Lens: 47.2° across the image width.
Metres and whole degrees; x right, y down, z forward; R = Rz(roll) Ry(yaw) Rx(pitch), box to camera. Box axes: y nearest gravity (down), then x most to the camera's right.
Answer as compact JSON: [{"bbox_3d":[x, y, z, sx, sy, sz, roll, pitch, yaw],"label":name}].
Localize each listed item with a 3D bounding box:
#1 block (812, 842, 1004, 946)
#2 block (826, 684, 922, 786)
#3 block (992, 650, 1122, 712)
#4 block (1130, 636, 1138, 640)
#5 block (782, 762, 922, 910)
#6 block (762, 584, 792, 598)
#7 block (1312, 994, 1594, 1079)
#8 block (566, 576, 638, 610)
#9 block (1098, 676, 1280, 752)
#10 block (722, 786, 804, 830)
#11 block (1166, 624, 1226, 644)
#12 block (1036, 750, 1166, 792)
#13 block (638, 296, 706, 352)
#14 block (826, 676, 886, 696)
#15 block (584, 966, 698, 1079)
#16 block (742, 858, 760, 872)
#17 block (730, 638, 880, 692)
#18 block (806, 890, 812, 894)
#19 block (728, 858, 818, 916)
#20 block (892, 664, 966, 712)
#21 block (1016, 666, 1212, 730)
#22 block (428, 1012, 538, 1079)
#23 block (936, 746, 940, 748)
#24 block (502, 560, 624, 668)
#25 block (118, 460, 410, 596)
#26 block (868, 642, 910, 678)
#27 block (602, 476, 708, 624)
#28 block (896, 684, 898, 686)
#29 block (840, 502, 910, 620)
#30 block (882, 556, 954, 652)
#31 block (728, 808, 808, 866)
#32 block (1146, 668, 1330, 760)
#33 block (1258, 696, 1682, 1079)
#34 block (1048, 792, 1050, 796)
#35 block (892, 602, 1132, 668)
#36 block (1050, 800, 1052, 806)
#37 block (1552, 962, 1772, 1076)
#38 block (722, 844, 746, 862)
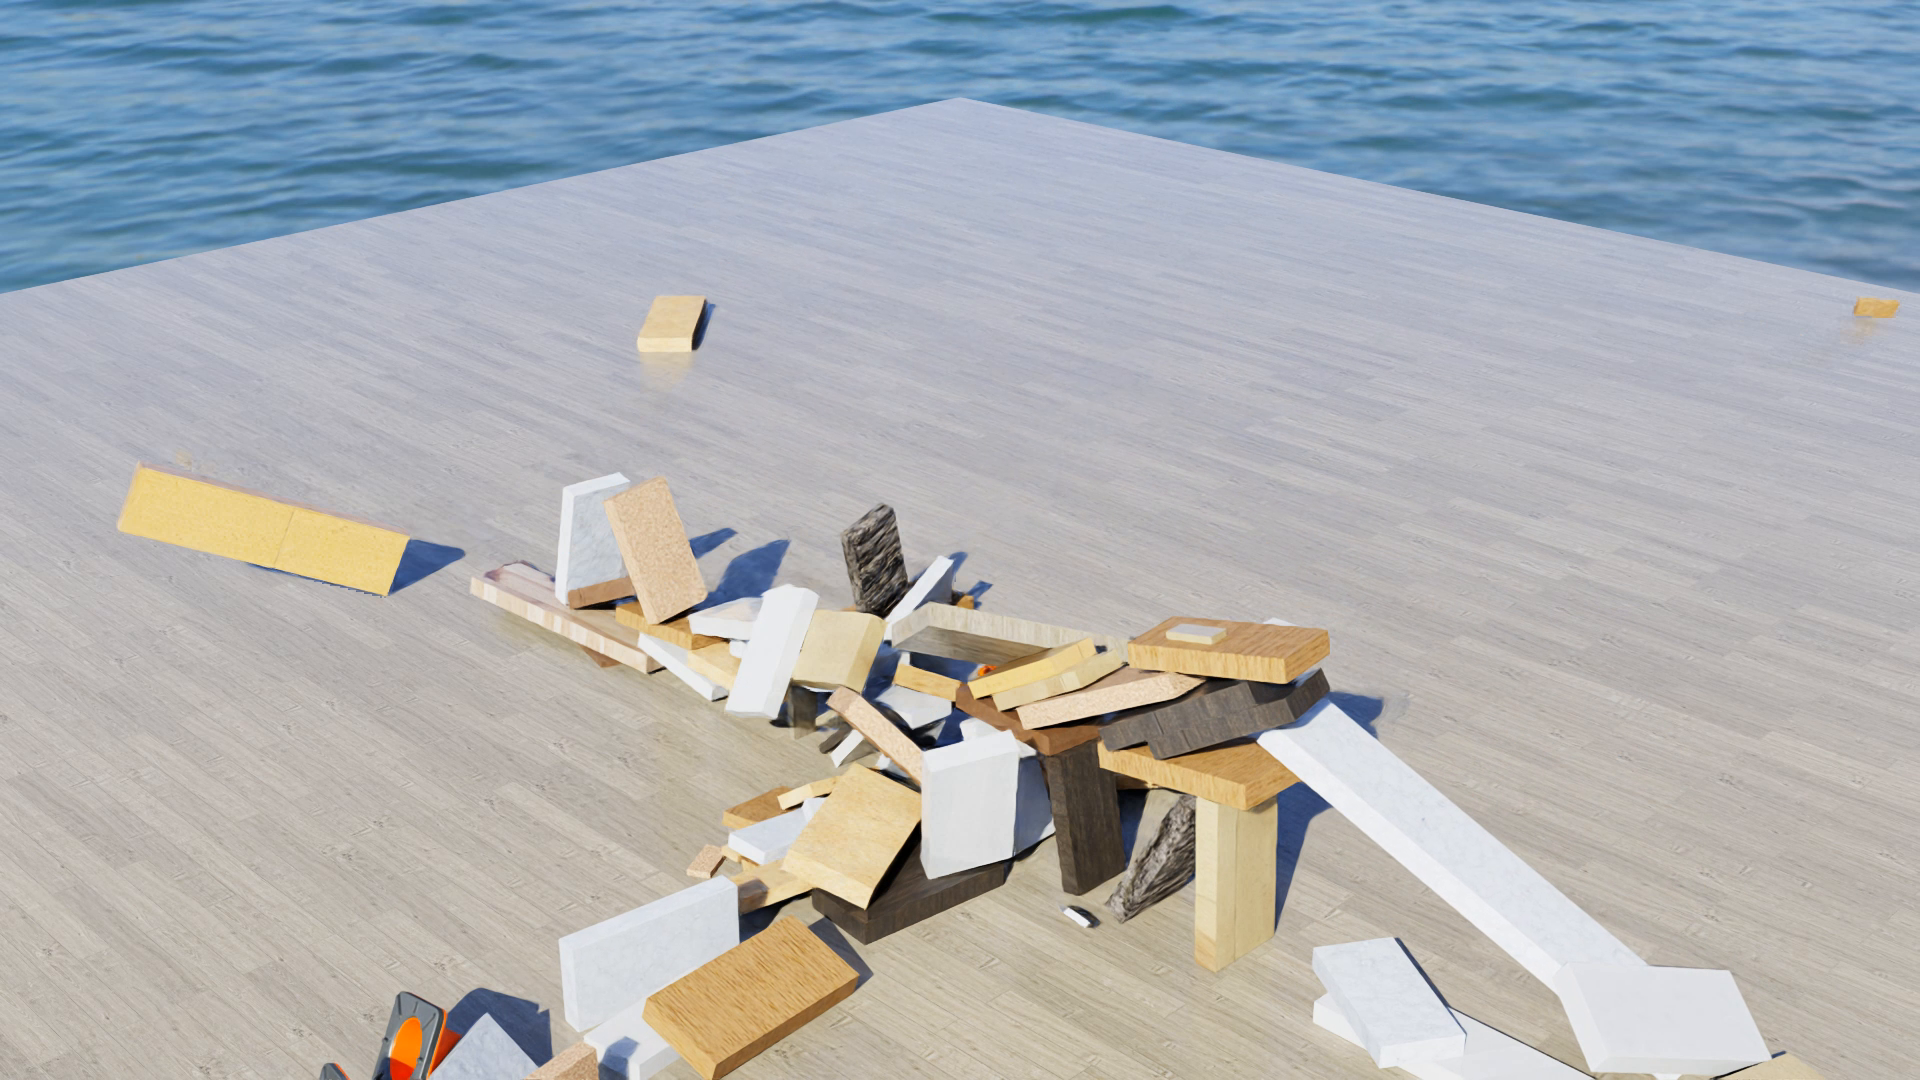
[{"bbox_3d":[-0.097,0.654,4.160,0.330,0.047,0.165,-18,29,-35],"label":"block"},{"bbox_3d":[-0.109,0.419,4.309,0.047,0.335,0.167,-49,14,-8],"label":"block"},{"bbox_3d":[0.182,0.264,4.132,0.119,0.034,0.238,-24,2,-42],"label":"block"},{"bbox_3d":[0.568,0.278,5.042,0.346,0.049,0.173,-1,23,-1],"label":"block"},{"bbox_3d":[-0.192,0.559,4.191,0.173,0.049,0.346,25,28,8],"label":"block"},{"bbox_3d":[-0.373,0.140,4.699,0.066,0.019,0.132,-20,32,-11],"label":"block"},{"bbox_3d":[0.903,0.888,3.615,0.149,0.042,0.684,-21,31,-40],"label":"block"},{"bbox_3d":[-0.764,0.109,5.123,0.153,0.043,0.305,-11,-1,-45],"label":"block"},{"bbox_3d":[0.414,0.287,3.895,0.315,0.045,0.158,-22,5,34],"label":"block"},{"bbox_3d":[-0.376,0.543,4.401,0.099,0.028,0.197,13,16,29],"label":"block"},{"bbox_3d":[0.415,0.165,3.861,0.095,0.014,0.048,6,20,42],"label":"block"},{"bbox_3d":[0.352,0.469,4.553,0.389,0.034,0.119,0,25,-15],"label":"block"},{"bbox_3d":[-0.967,-0.732,7.424,0.173,0.049,0.482,0,23,0],"label":"block"},{"bbox_3d":[-0.241,0.327,4.967,0.132,0.019,0.066,-12,26,-26],"label":"block"},{"bbox_3d":[-0.499,0.827,3.765,0.132,0.037,0.265,17,28,35],"label":"block"},{"bbox_3d":[-0.318,0.612,4.283,0.099,0.028,0.197,19,30,38],"label":"block"},{"bbox_3d":[-0.341,0.261,4.764,0.149,0.042,0.438,-3,10,-30],"label":"block"},{"bbox_3d":[-0.226,0.625,4.272,0.046,0.013,0.243,16,28,33],"label":"block"},{"bbox_3d":[-0.347,0.640,4.117,0.209,0.030,0.104,-16,18,-31],"label":"block"},{"bbox_3d":[0.022,0.339,4.634,0.154,0.044,0.390,15,-7,31],"label":"block"},{"bbox_3d":[0.293,0.272,4.033,0.386,0.045,0.158,-17,5,46],"label":"block"},{"bbox_3d":[-0.783,0.886,3.515,0.037,0.132,0.265,-38,8,27],"label":"block"},{"bbox_3d":[0.019,0.467,4.482,0.160,0.080,0.023,11,61,52],"label":"block"},{"bbox_3d":[-0.965,0.174,5.329,0.062,0.018,0.647,-13,26,-29],"label":"block"},{"bbox_3d":[-1.659,-0.024,5.265,0.647,0.165,0.047,16,14,-30],"label":"block"},{"bbox_3d":[-0.249,0.238,4.641,0.154,0.044,0.308,-4,10,-32],"label":"block"},{"bbox_3d":[-0.685,0.023,4.957,0.149,0.298,0.042,-29,16,-38],"label":"block"},{"bbox_3d":[-0.153,0.350,4.913,0.124,0.018,0.062,-16,28,-32],"label":"block"},{"bbox_3d":[-0.194,0.060,5.100,0.039,0.275,0.138,26,51,35],"label":"block"},{"bbox_3d":[-0.099,0.170,5.103,0.039,0.138,0.275,21,42,18],"label":"block"},{"bbox_3d":[-0.277,0.558,4.328,0.104,0.030,0.375,21,24,40],"label":"block"},{"bbox_3d":[0.486,0.306,3.849,0.298,0.042,0.149,-21,5,38],"label":"block"},{"bbox_3d":[0.896,0.581,3.779,0.877,0.049,0.173,40,36,12],"label":"block"},{"bbox_3d":[0.154,0.513,4.535,0.093,0.013,0.046,-8,24,-17],"label":"block"},{"bbox_3d":[0.121,0.207,4.295,0.483,0.047,0.167,12,-22,-24],"label":"block"},{"bbox_3d":[0.126,0.533,4.436,0.130,0.018,0.065,9,20,4],"label":"block"},{"bbox_3d":[1.159,0.791,3.627,0.347,0.049,0.173,8,45,-24],"label":"block"},{"bbox_3d":[-0.415,0.597,4.300,0.048,0.014,0.096,22,32,38],"label":"block"}]
